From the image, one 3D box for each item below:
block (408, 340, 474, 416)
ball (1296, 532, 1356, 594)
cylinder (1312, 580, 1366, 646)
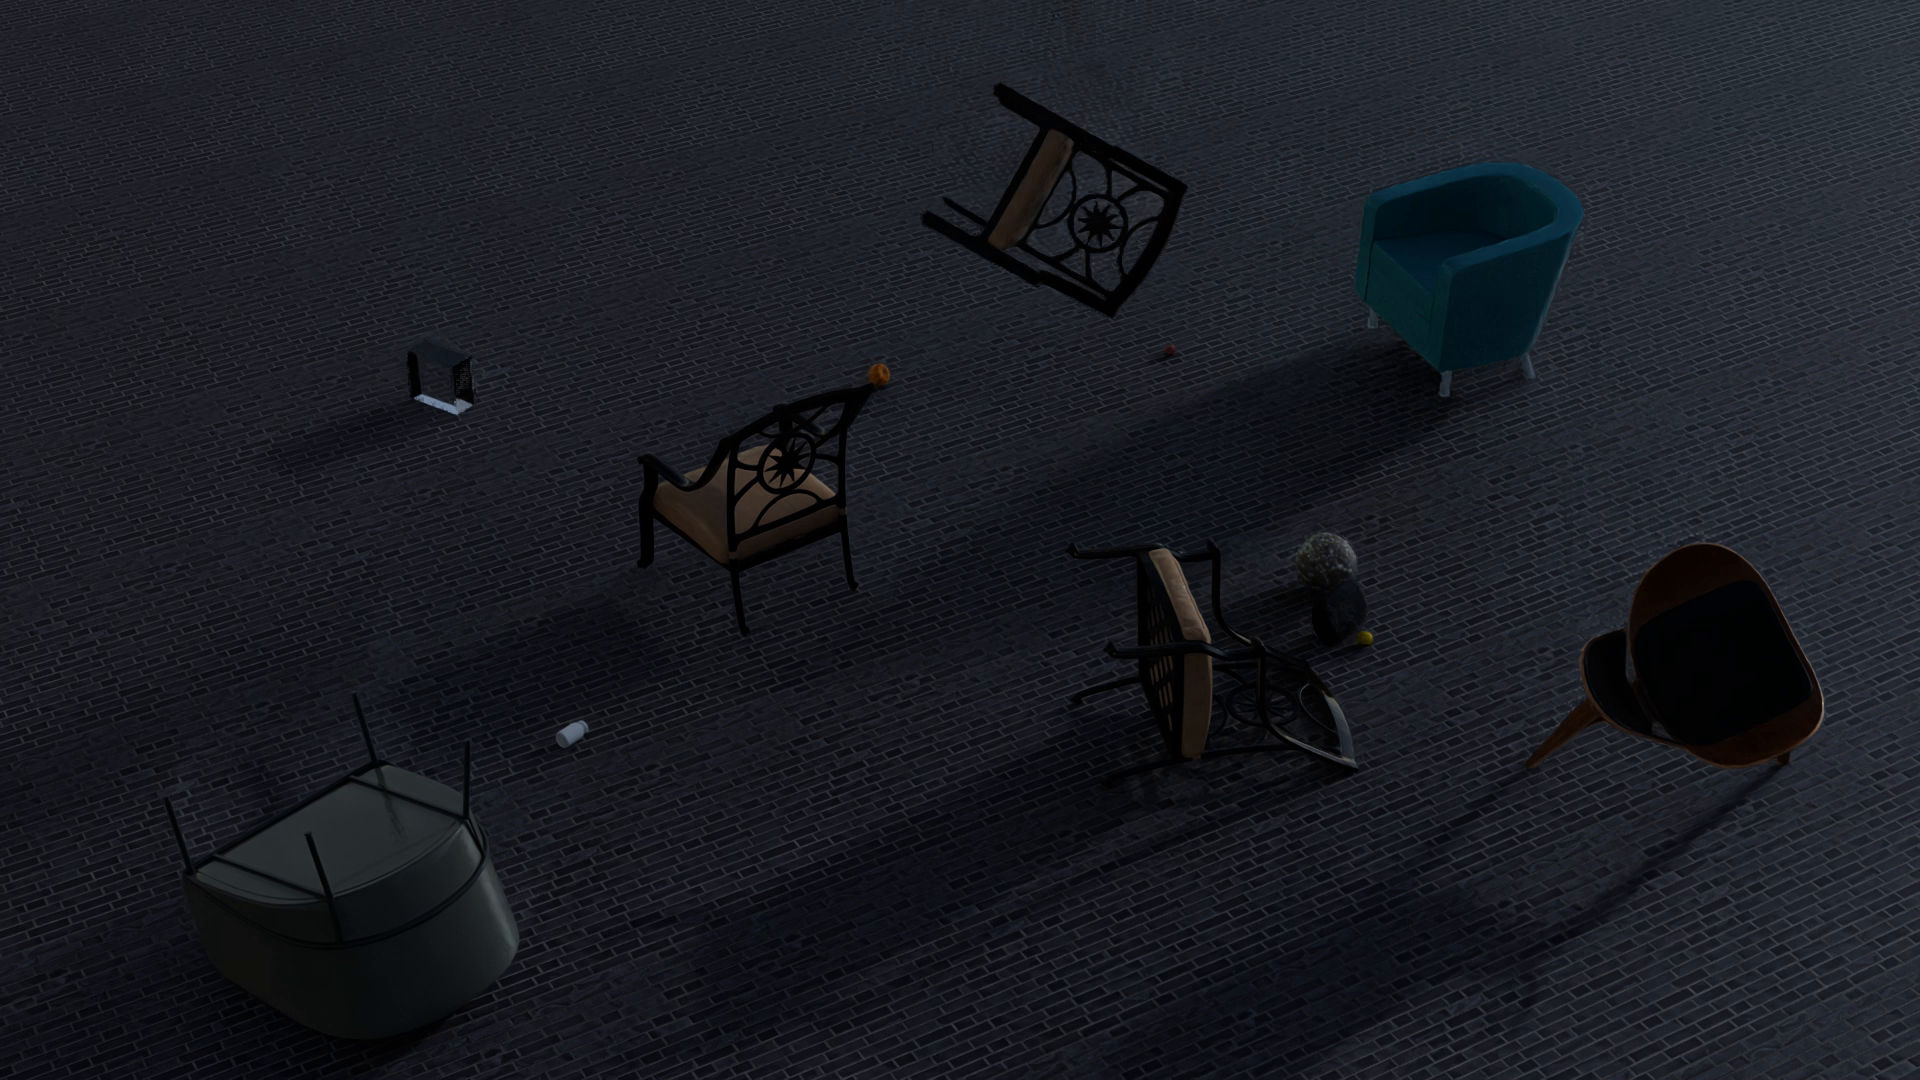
[{"bbox_3d":[-2.076,-0.648,11.727,0.239,0.221,0.101,20,39,28],"label":"block"},{"bbox_3d":[1.324,0.083,10.618,0.219,0.219,0.219,0,33,0],"label":"ball"},{"bbox_3d":[1.342,0.258,10.388,0.116,0.184,0.166,14,34,42],"label":"cylinder"}]
